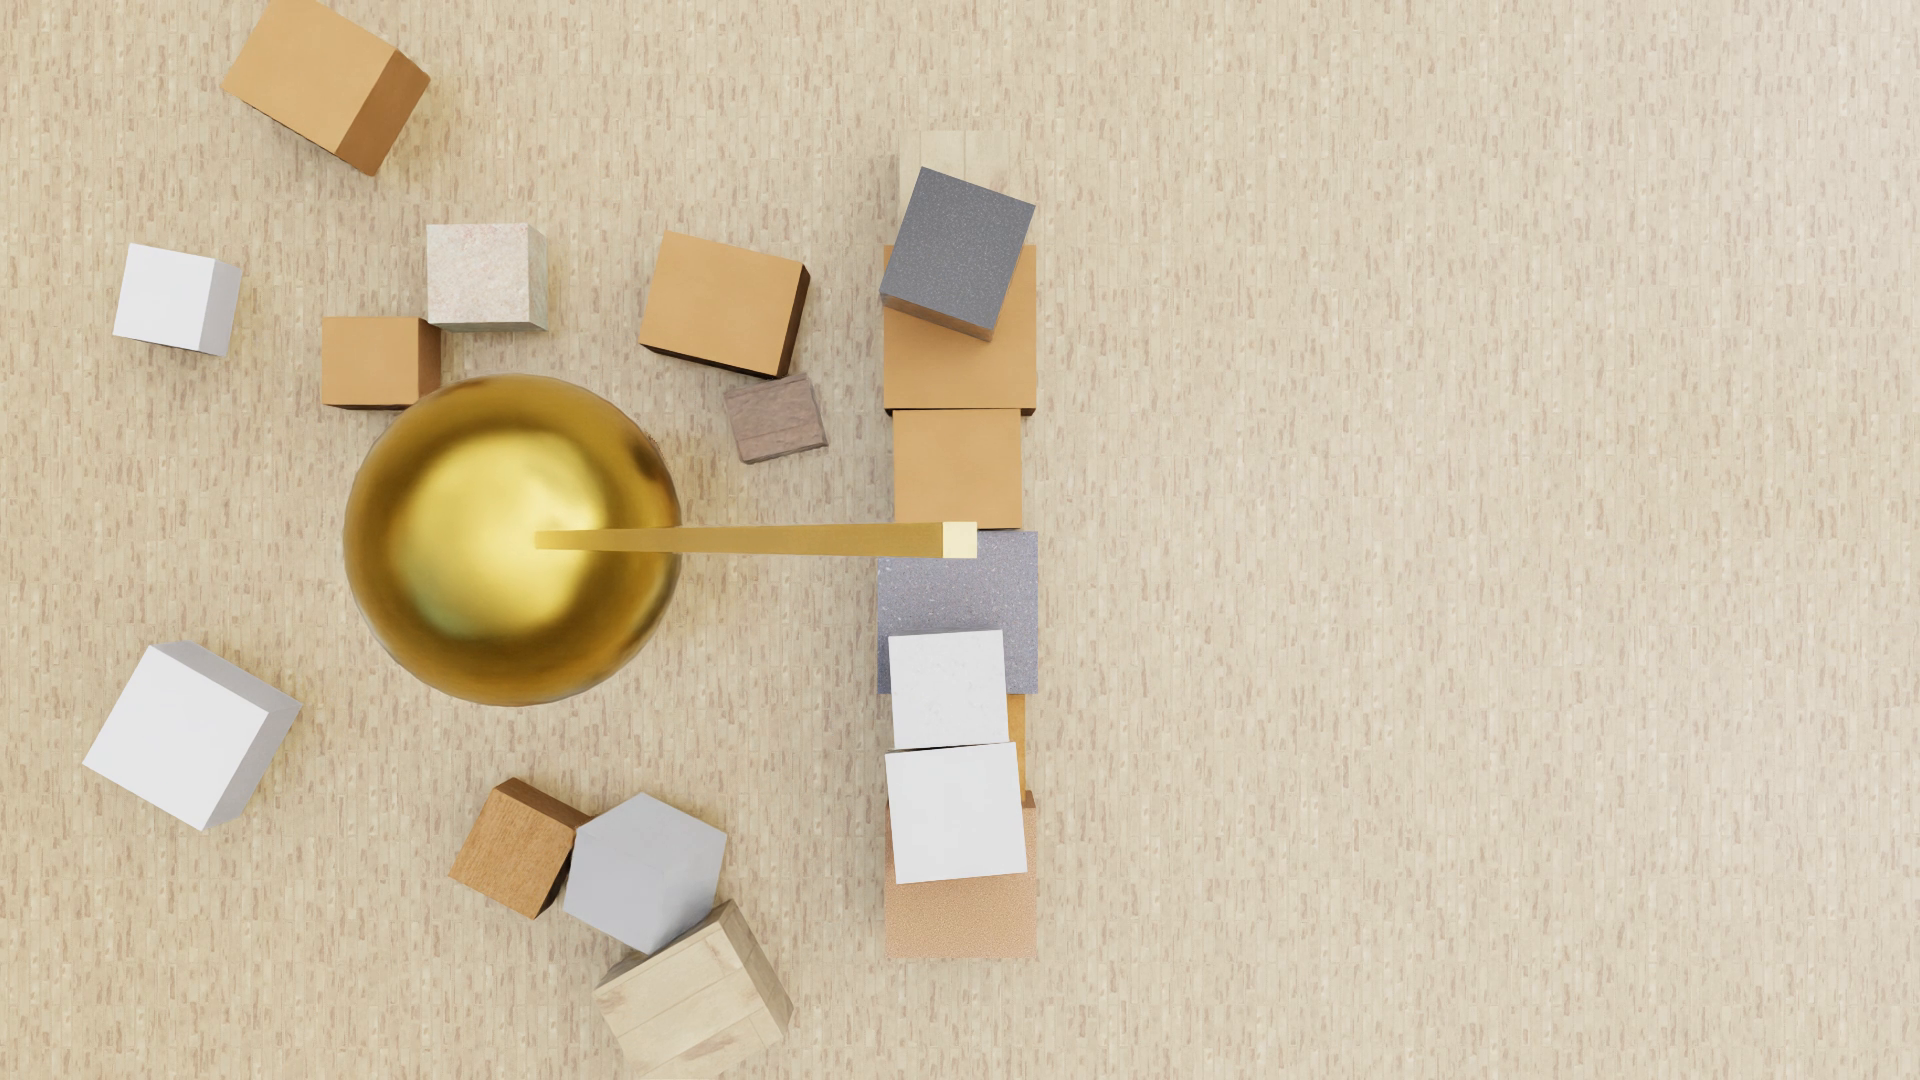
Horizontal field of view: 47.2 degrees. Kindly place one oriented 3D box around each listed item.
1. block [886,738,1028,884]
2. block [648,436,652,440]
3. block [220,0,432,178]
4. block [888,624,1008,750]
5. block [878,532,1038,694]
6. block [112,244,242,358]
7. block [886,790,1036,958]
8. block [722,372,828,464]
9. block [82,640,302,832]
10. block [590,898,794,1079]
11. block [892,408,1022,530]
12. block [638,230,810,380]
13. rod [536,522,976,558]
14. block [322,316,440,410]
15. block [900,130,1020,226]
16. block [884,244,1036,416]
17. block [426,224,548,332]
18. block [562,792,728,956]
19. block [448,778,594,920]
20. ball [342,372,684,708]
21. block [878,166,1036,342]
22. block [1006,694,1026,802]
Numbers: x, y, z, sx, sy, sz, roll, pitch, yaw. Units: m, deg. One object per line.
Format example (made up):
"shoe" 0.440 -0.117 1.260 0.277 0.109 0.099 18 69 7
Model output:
"block" -0.020 1.445 11.813 0.685 0.656 0.677 -5 87 0
"block" -2.247 -0.221 12.555 0.739 0.891 0.875 7 90 0
"block" -3.612 -2.619 12.592 0.732 0.816 0.683 30 90 0
"block" -0.060 0.786 11.906 0.600 0.708 0.592 -3 90 0
"block" -0.013 0.405 12.630 0.894 0.740 0.907 0 90 0
"block" -4.530 -1.384 12.757 0.493 0.487 0.531 11 90 0
"block" 0.004 1.894 12.570 0.836 0.860 0.826 0 90 0
"block" -1.064 -0.699 12.756 0.486 0.488 0.407 -14 90 0
"block" -4.405 1.112 12.672 0.770 0.655 0.766 30 90 0
"block" -1.514 2.637 12.605 0.812 0.791 0.744 -29 90 0
"block" -0.013 -0.393 12.606 0.708 0.787 0.663 -1 90 0
"block" -1.345 -1.332 12.671 0.799 0.658 0.653 13 90 0
"rod" -0.919 0.000 7.320 0.080 5.200 0.080 0 90 -21
"block" -3.342 -1.016 12.725 0.545 0.550 0.497 0 90 0
"block" 0.002 -1.977 12.694 0.681 0.612 0.659 0 90 0
"block" 0.000 -1.184 12.599 0.847 0.802 0.905 0 90 0
"block" -2.723 -1.508 12.711 0.569 0.578 0.555 -1 90 0
"block" -1.793 1.892 12.527 0.605 0.616 0.541 22 113 22
"block" -2.524 1.775 12.713 0.549 0.574 0.560 27 90 0
"ball" -2.122 0.000 10.500 1.600 1.600 1.600 0 90 0
"block" -0.014 -1.521 11.829 0.631 0.738 0.689 19 90 0
"block" 0.014 1.169 12.686 0.706 0.627 0.603 0 90 0
